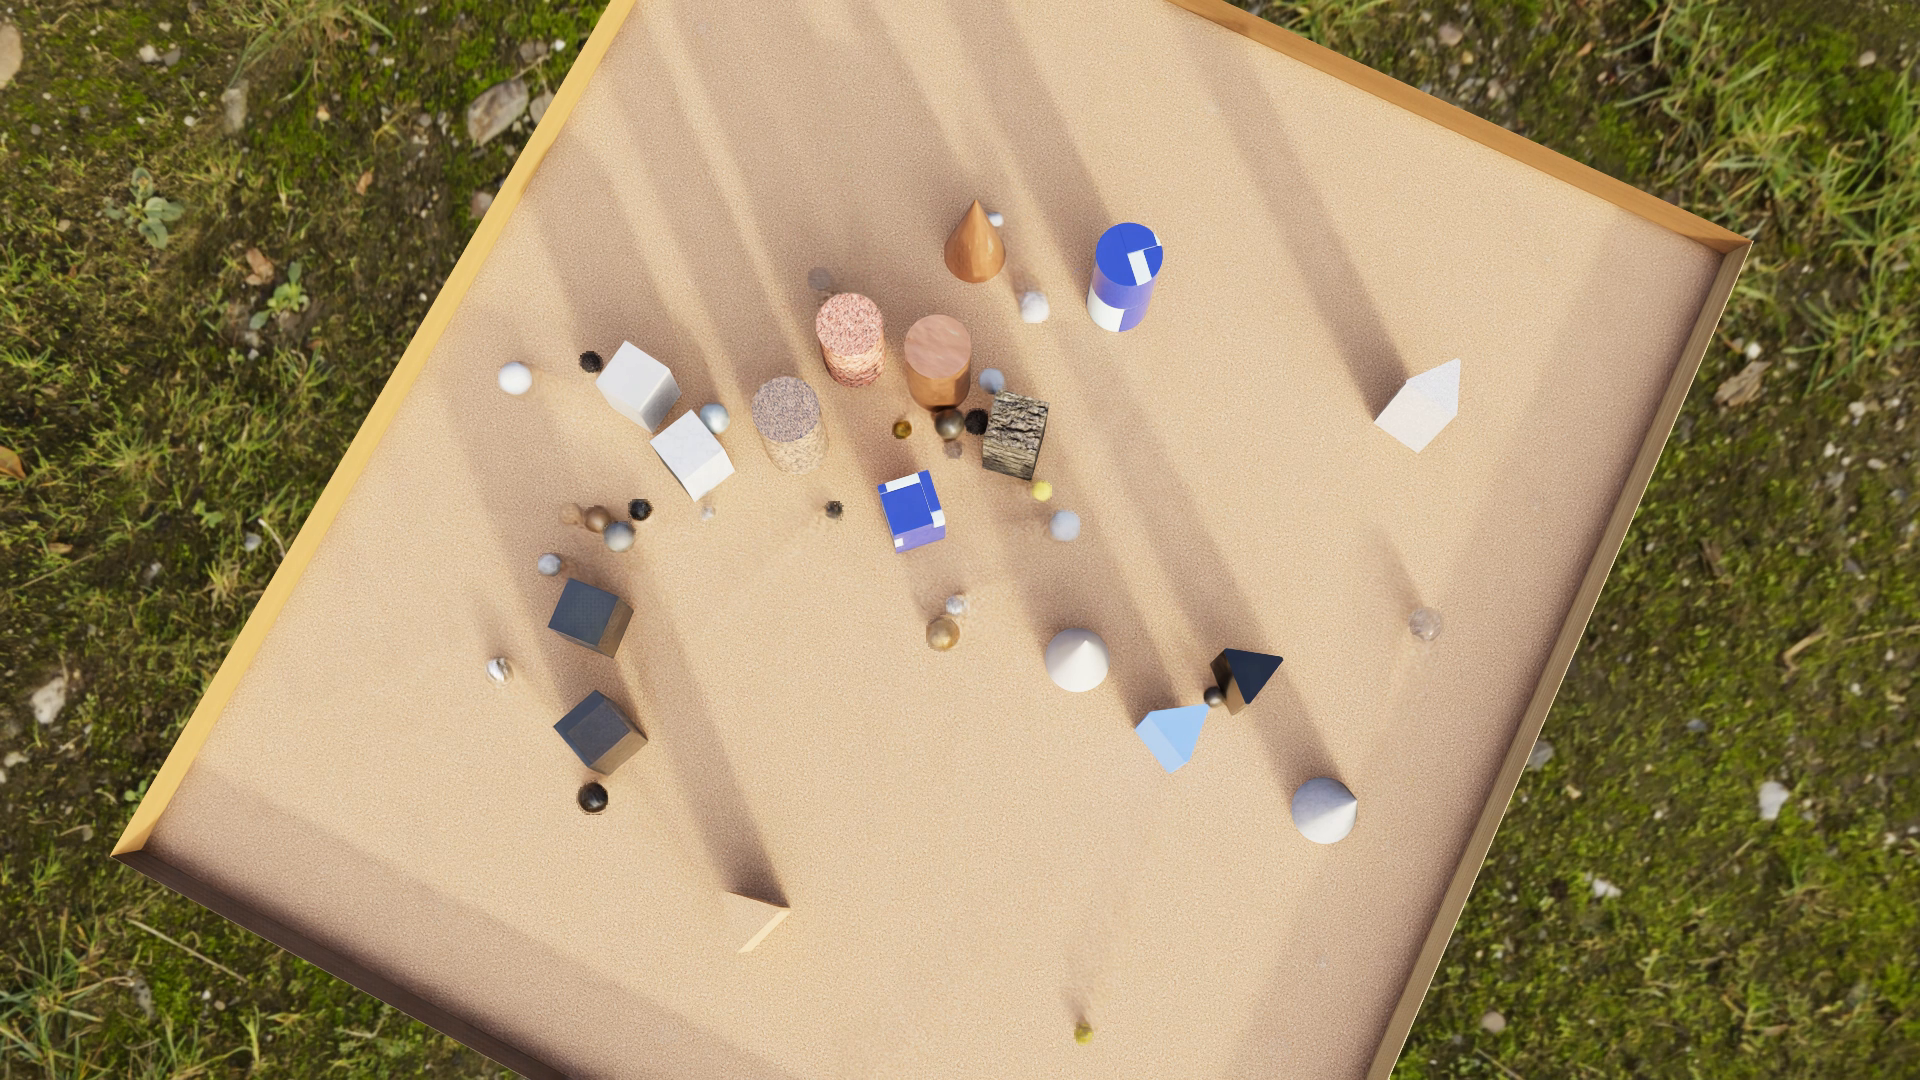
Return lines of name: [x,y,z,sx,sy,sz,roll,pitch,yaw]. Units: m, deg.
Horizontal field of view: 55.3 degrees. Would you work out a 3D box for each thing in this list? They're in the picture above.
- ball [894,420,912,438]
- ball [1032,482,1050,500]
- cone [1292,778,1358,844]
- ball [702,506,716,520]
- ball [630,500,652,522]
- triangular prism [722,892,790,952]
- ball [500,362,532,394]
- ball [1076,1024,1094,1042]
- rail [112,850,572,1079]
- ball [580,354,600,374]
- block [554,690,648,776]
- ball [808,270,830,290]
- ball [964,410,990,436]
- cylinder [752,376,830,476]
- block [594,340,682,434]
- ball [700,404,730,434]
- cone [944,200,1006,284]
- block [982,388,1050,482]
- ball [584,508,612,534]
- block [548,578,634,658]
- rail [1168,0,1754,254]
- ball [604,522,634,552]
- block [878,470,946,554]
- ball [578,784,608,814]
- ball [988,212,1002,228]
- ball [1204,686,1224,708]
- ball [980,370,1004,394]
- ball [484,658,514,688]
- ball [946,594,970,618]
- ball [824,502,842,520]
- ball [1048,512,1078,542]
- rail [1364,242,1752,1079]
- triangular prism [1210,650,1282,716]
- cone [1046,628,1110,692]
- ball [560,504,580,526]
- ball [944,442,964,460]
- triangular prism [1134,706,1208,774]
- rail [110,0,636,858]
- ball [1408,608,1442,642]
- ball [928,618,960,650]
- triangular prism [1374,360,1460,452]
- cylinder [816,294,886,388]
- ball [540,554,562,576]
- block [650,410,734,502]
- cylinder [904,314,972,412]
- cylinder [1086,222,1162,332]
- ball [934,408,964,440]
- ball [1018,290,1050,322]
ball: [-0.175,-0.344,5.659,0.057,0.057,0.057,0,78,0]
ball: [0.250,-0.149,5.619,0.056,0.056,0.056,0,78,0]
cone: [1.083,0.757,5.222,0.197,0.467,0.197,0,78,0]
ball: [-0.767,-0.083,5.612,0.042,0.042,0.042,0,78,0]
ball: [-0.977,-0.090,5.601,0.066,0.066,0.066,0,78,0]
triangular prism: [-0.609,1.060,5.227,0.170,0.333,0.147,-43,81,-8]
ball: [-1.374,-0.499,5.670,0.097,0.097,0.097,0,78,0]
ball: [0.360,1.427,5.296,0.050,0.050,0.050,0,78,0]
rail: [-0.857,1.686,5.201,3.559,0.128,0.045,26,80,5]
ball: [-1.149,-0.550,5.699,0.061,0.061,0.061,0,78,0]
block: [-1.043,0.566,5.340,0.157,0.312,0.157,-41,81,-8]
ball: [-0.442,-0.818,5.753,0.065,0.065,0.065,0,78,0]
ball: [0.053,-0.362,5.652,0.078,0.078,0.078,0,78,0]
cylinder: [-0.503,-0.336,5.480,0.197,0.403,0.197,0,78,0]
block: [-0.976,-0.462,5.577,0.157,0.265,0.157,33,80,6]
ball: [-0.756,-0.374,5.645,0.095,0.095,0.095,0,78,0]
cone: [0.047,-0.953,5.581,0.197,0.456,0.197,0,78,0]
block: [0.165,-0.311,5.501,0.157,0.352,0.157,15,79,3]
ball: [-1.103,-0.060,5.588,0.081,0.081,0.081,0,78,0]
block: [-1.092,0.234,5.438,0.157,0.255,0.157,21,79,4]
rail: [0.857,-1.672,5.896,3.559,0.128,0.045,26,80,5]
ball: [-1.036,-0.009,5.572,0.090,0.090,0.090,0,78,0]
block: [-0.143,-0.082,5.496,0.157,0.270,0.157,-18,79,-4]
ball: [-1.083,0.763,5.413,0.089,0.089,0.089,0,78,0]
ball: [0.111,-1.014,5.802,0.048,0.048,0.048,0,78,0]
ball: [0.760,0.472,5.486,0.064,0.064,0.064,0,78,0]
ball: [0.098,-0.490,5.678,0.077,0.077,0.077,0,78,0]
ball: [-1.379,0.398,5.490,0.086,0.086,0.086,0,78,0]
ball: [-0.005,0.200,5.540,0.069,0.069,0.069,0,78,0]
ball: [-0.387,-0.088,5.608,0.052,0.052,0.052,0,78,0]
ball: [0.316,-0.041,5.579,0.091,0.091,0.091,0,78,0]
rail: [1.571,0.776,5.390,0.045,0.128,3.881,26,80,5]
triangular prism: [0.815,0.388,5.386,0.147,0.295,0.170,38,81,7]
cone: [0.355,0.323,5.351,0.197,0.390,0.197,0,78,0]
ball: [-1.192,-0.077,5.599,0.065,0.065,0.065,0,78,0]
ball: [-0.019,-0.276,5.645,0.057,0.057,0.057,0,78,0]
triangular prism: [0.634,0.545,5.292,0.147,0.414,0.170,-37,81,-7]
rail: [-1.571,-0.762,5.708,0.045,0.128,3.881,26,80,5]
ball: [1.401,0.256,5.513,0.098,0.098,0.098,0,78,0]
ball: [-0.050,0.281,5.508,0.098,0.098,0.098,0,78,0]
triangular prism: [1.396,-0.421,5.485,0.170,0.428,0.147,36,81,7]
cylinder: [-0.327,-0.604,5.575,0.197,0.326,0.197,0,78,0]
ball: [-1.242,0.076,5.565,0.069,0.069,0.069,0,78,0]
block: [-0.806,-0.251,5.531,0.157,0.269,0.157,-39,81,-7]
cylinder: [-0.065,-0.529,5.539,0.197,0.366,0.197,0,78,0]
cylinder: [0.495,-0.792,5.564,0.197,0.424,0.197,0,78,0]
ball: [-0.033,-0.358,5.642,0.096,0.096,0.096,0,78,0]
ball: [0.230,-0.731,5.718,0.097,0.097,0.097,0,78,0]
